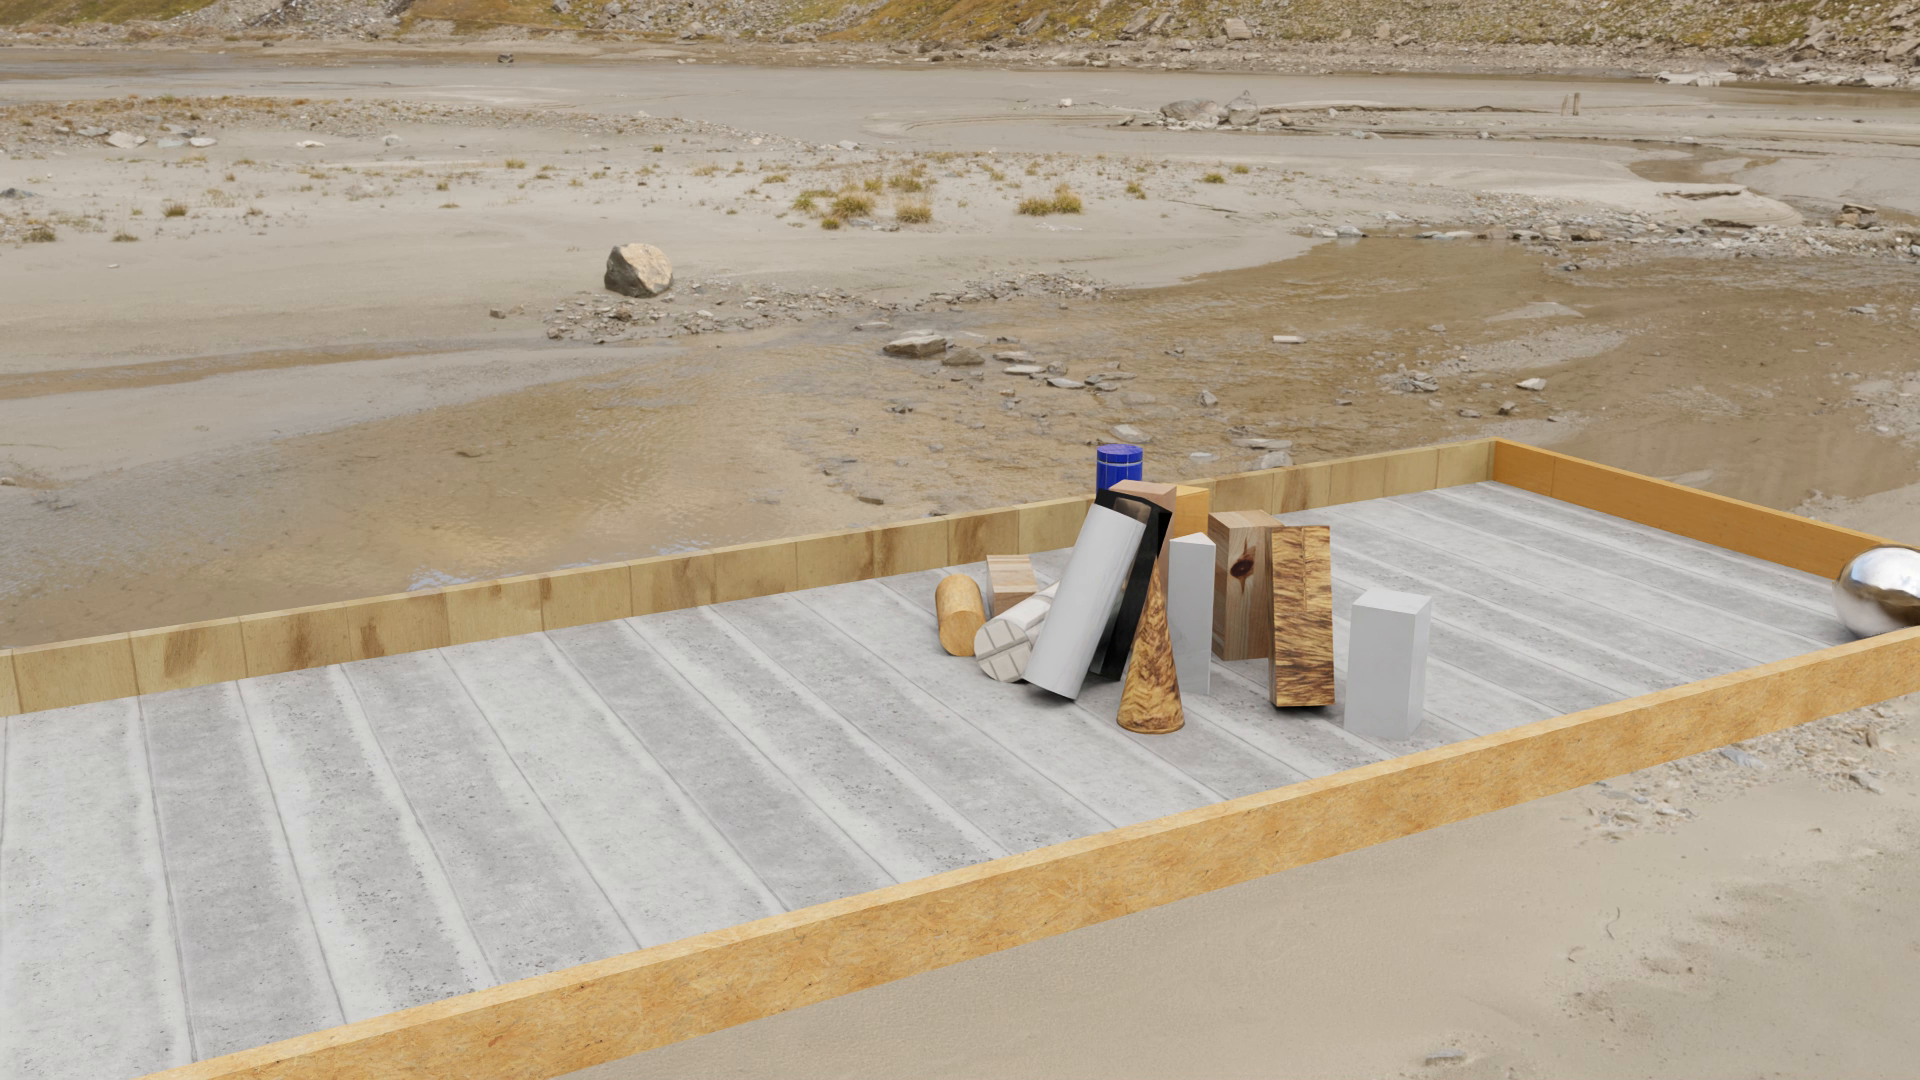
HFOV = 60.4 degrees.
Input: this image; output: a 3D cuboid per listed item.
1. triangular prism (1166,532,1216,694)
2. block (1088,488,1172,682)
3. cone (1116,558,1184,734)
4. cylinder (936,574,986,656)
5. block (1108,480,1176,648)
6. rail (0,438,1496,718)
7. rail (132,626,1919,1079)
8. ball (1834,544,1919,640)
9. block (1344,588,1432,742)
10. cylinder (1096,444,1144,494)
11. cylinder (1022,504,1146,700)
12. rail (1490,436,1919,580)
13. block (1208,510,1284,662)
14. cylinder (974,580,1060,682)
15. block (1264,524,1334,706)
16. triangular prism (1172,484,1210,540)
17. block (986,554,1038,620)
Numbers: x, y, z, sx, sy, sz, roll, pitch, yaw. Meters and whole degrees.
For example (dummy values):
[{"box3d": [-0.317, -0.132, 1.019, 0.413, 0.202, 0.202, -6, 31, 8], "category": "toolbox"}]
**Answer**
[{"box3d": [0.576, 0.178, 4.068, 0.113, 0.384, 0.097, 6, 17, 20], "category": "triangular prism"}, {"box3d": [0.376, 0.112, 4.153, 0.140, 0.447, 0.140, 15, -5, 41], "category": "block"}, {"box3d": [0.450, 0.230, 3.839, 0.162, 0.413, 0.162, 0, 16, 0], "category": "cone"}, {"box3d": [0.003, 0.200, 4.448, 0.128, 0.128, 0.314, -1, 16, -3], "category": "cylinder"}, {"box3d": [0.470, 0.065, 4.366, 0.146, 0.420, 0.146, 7, 14, 20], "category": "block"}, {"box3d": [-3.305, 0.497, 3.399, 12.000, 0.150, 0.050, -9, 18, -27], "category": "rail"}, {"box3d": [-2.336, 1.006, 1.665, 12.000, 0.150, 0.050, -9, 18, -27], "category": "rail"}, {"box3d": [2.467, 0.147, 4.367, 0.274, 0.274, 0.274, 0, 16, 0], "category": "ball"}, {"box3d": [0.993, 0.287, 3.830, 0.145, 0.309, 0.145, 9, 19, 28], "category": "block"}, {"box3d": [0.465, -0.067, 4.852, 0.134, 0.411, 0.134, 0, 16, 0], "category": "cylinder"}, {"box3d": [0.301, 0.149, 4.013, 0.144, 0.456, 0.144, 22, 0, 0], "category": "cylinder"}, {"box3d": [2.466, -0.048, 5.253, 0.050, 0.150, 2.100, -9, 18, -27], "category": "rail"}, {"box3d": [0.740, 0.118, 4.317, 0.149, 0.360, 0.149, -4, 17, -12], "category": "block"}, {"box3d": [0.215, 0.223, 4.301, 0.166, 0.166, 0.436, 9, 19, 28], "category": "cylinder"}, {"box3d": [0.812, 0.178, 3.952, 0.135, 0.423, 0.135, -2, 1, 3], "category": "block"}, {"box3d": [0.591, 0.036, 4.568, 0.135, 0.373, 0.117, -11, 21, -34], "category": "triangular prism"}, {"box3d": [0.145, 0.150, 4.628, 0.121, 0.121, 0.346, -1, 16, -3], "category": "block"}]
